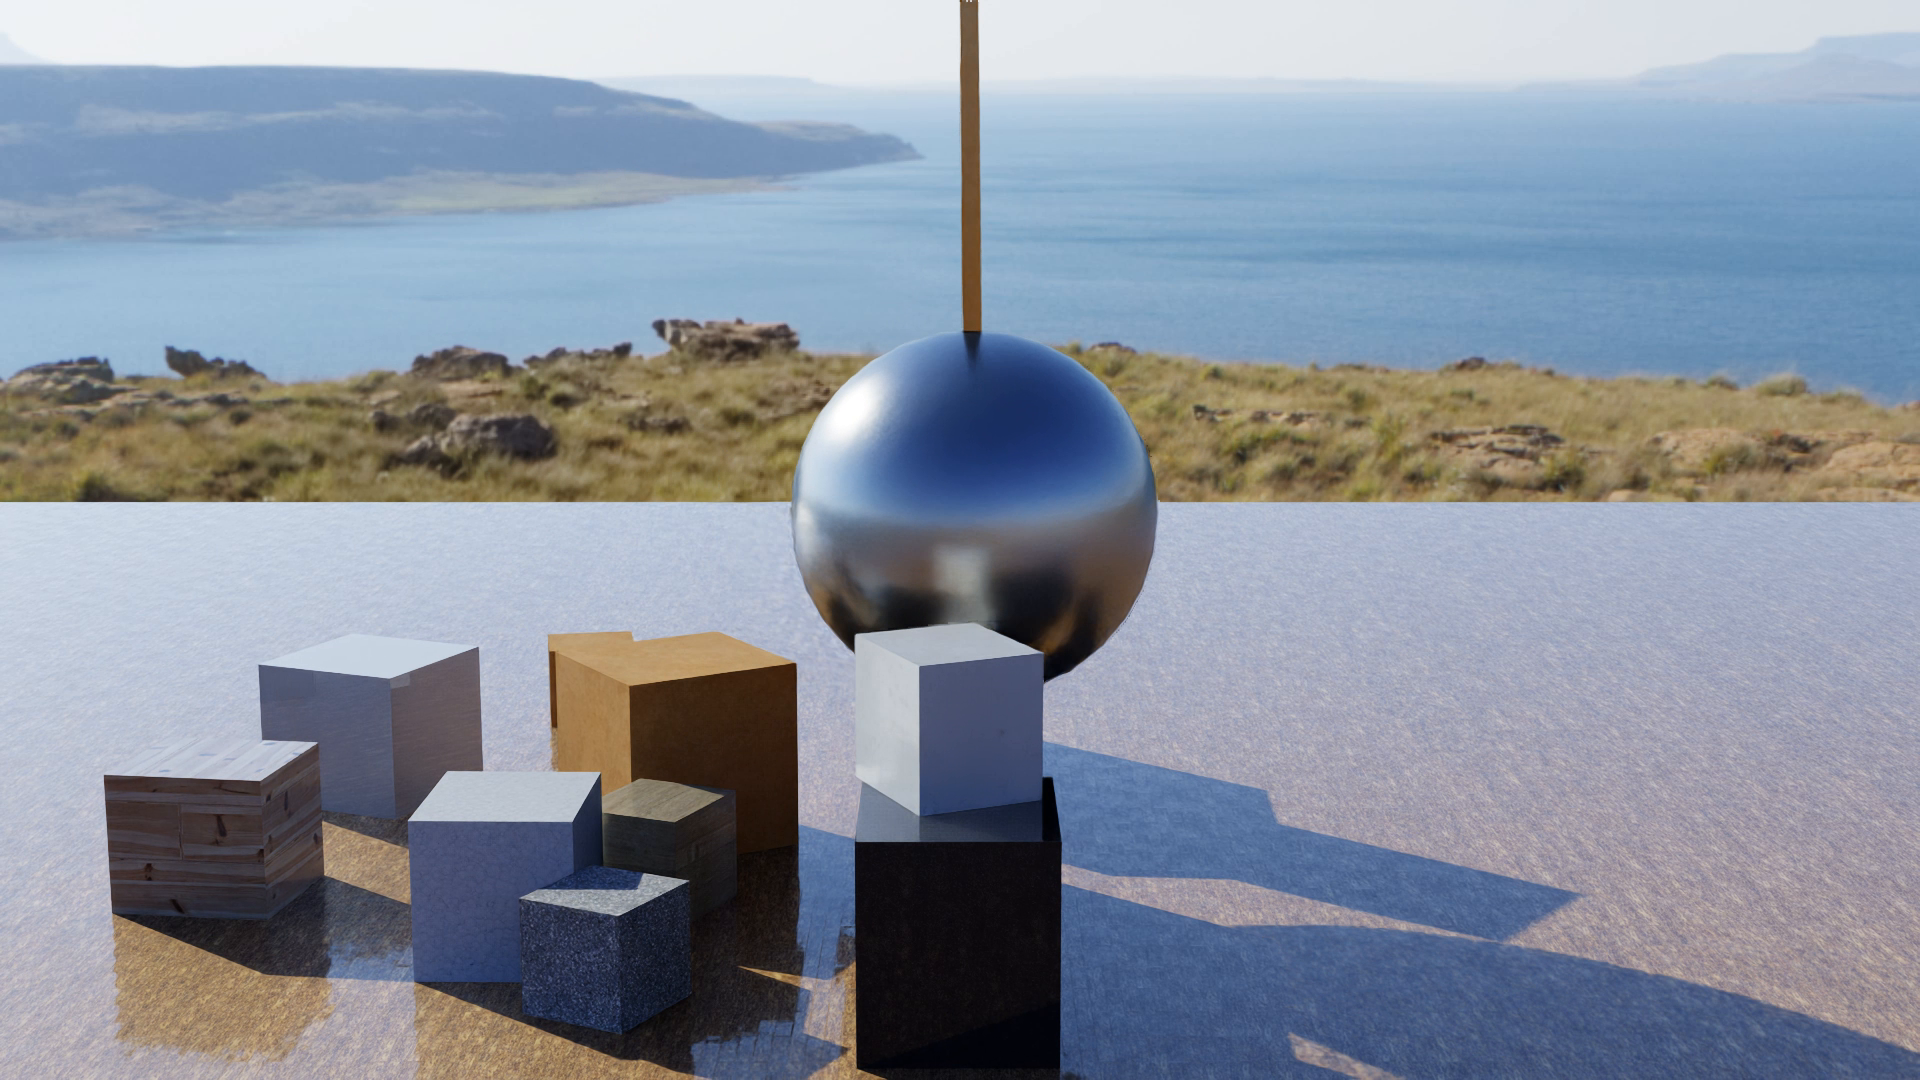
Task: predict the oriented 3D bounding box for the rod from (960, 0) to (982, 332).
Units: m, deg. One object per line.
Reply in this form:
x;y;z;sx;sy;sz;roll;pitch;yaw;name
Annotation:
0.026;-3.458;10.552;0.080;5.200;0.080;-1;10;0;rod

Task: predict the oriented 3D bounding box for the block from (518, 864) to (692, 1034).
-1.346;1.549;9.766;0.450;0.457;0.472;5;12;27;block

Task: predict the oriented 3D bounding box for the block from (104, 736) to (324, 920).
-3.206;1.236;11.072;0.690;0.607;0.630;1;10;8;block

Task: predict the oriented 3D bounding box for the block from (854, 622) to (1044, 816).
-0.046;0.663;9.650;0.503;0.560;0.592;-5;11;-25;block

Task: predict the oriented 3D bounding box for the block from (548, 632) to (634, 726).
-2.035;0.764;14.188;0.463;0.420;0.441;-2;10;-10;block

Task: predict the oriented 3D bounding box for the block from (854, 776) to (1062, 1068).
-0.008;1.400;9.514;0.728;0.842;0.848;0;10;0;block

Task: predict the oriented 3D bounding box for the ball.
0.060;-0.113;11.160;1.600;1.600;1.600;0;10;0;ball

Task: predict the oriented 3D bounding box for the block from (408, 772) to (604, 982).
-1.813;1.346;10.339;0.639;0.653;0.719;0;10;1;block

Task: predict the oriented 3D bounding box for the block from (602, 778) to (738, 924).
-1.285;1.332;10.923;0.473;0.470;0.522;4;11;23;block

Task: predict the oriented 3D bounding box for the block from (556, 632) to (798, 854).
-1.313;0.961;11.888;0.837;0.857;0.803;-6;12;-32;block

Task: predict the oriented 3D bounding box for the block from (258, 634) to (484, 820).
-2.894;0.905;12.651;0.762;0.692;0.751;4;11;23;block
